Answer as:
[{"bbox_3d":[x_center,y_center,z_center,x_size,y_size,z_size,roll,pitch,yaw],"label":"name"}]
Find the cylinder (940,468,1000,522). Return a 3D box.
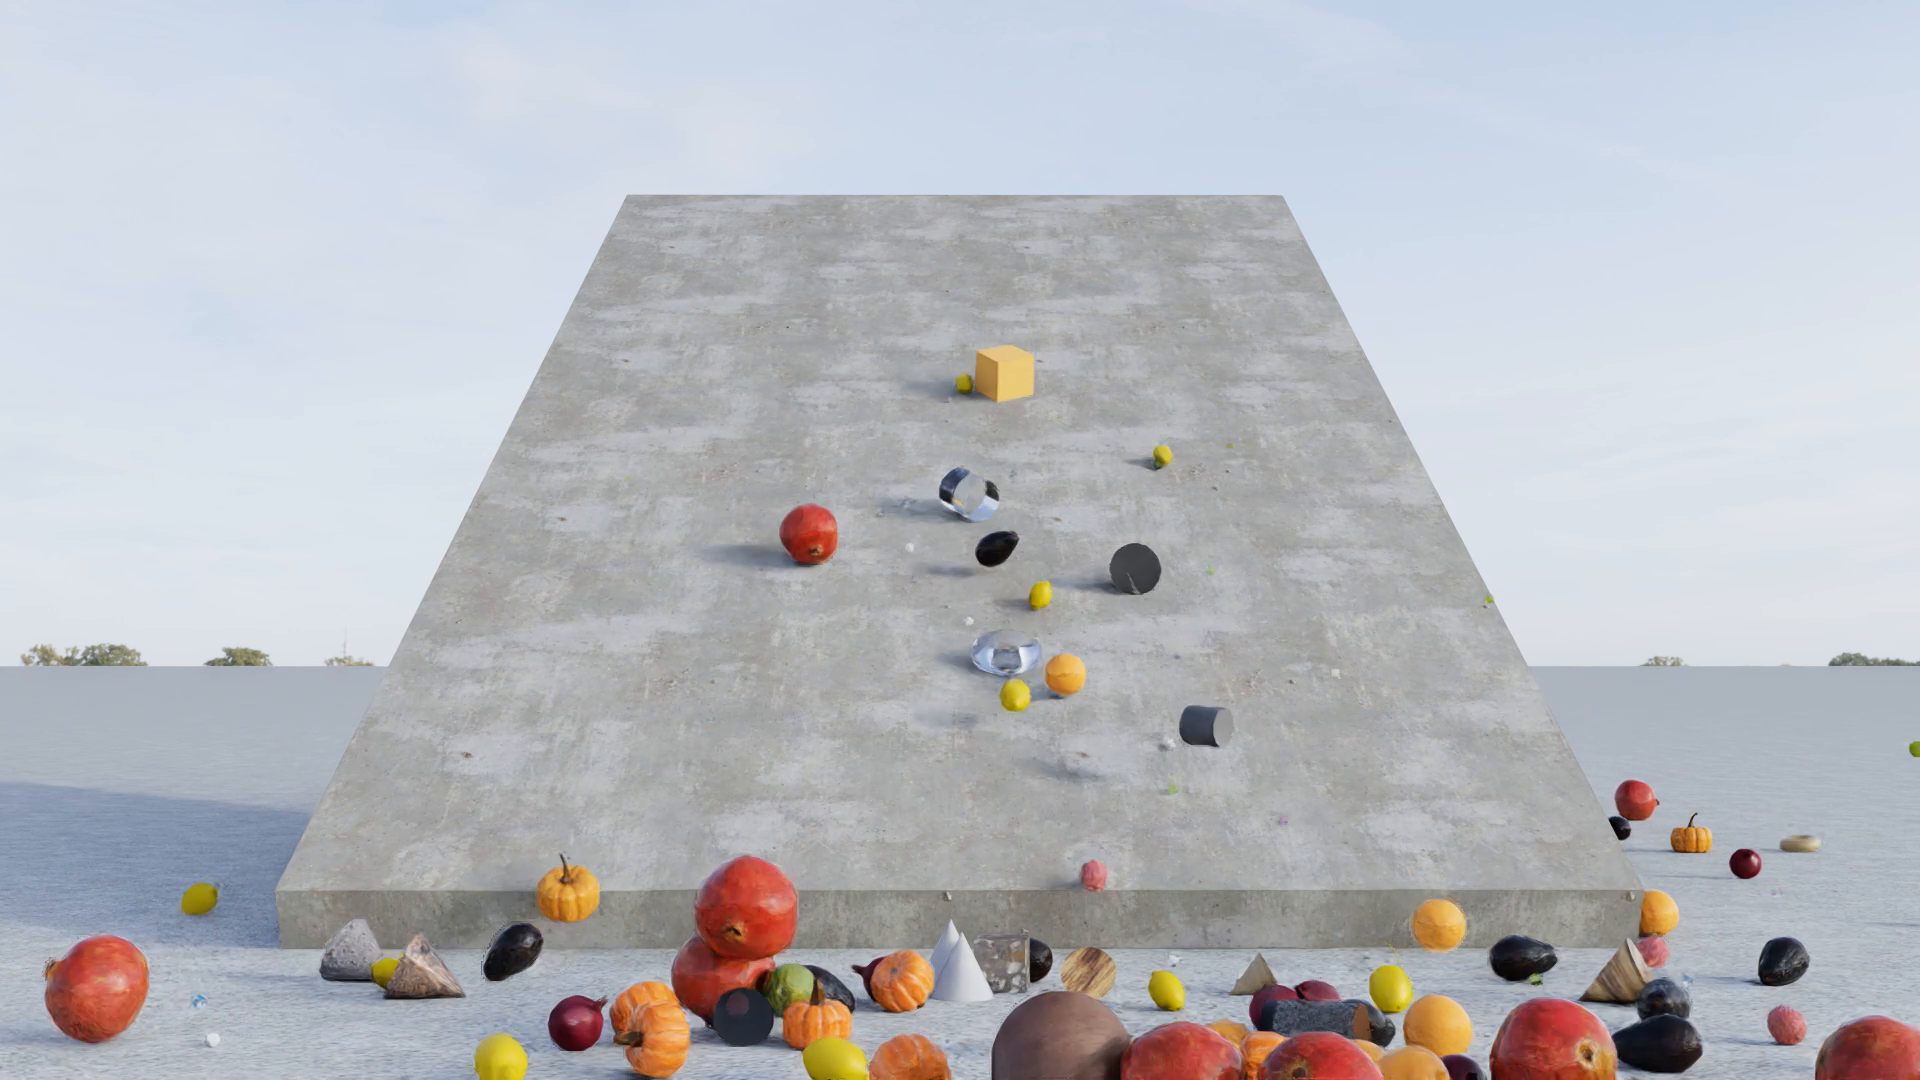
[{"bbox_3d":[0.019,-0.092,4.681,0.088,0.088,0.088,2,17,-38],"label":"cylinder"}]

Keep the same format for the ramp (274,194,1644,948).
[{"bbox_3d":[-0.007,-0.225,5.235,2.000,0.100,4.000,0,23,0],"label":"ramp"}]

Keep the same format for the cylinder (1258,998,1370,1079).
[{"bbox_3d":[0.347,0.497,2.263,0.091,0.091,0.091,-1,-3,22],"label":"cylinder"}]

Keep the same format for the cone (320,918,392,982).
[{"bbox_3d":[-0.781,0.564,3.064,0.092,0.092,0.092,27,5,17],"label":"cone"}]

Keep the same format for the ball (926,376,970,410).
[{"bbox_3d":[-0.028,-0.327,5.314,0.100,0.100,0.100,0,-3,0],"label":"ball"}]

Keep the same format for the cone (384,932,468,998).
[{"bbox_3d":[-0.663,0.557,2.920,0.092,0.092,0.092,27,-4,-1],"label":"cone"}]

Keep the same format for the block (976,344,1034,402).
[{"bbox_3d":[0.104,-0.387,5.363,0.097,0.097,0.097,-13,26,-28],"label":"block"}]

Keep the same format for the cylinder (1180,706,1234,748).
[{"bbox_3d":[0.385,0.291,3.613,0.061,0.061,0.061,2,-1,37],"label":"cylinder"}]

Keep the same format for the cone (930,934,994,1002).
[{"bbox_3d":[0.003,0.537,2.924,0.082,0.082,0.082,0,-3,0],"label":"cone"}]

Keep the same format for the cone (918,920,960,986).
[{"bbox_3d":[-0.013,0.542,3.054,0.085,0.085,0.085,0,-3,0],"label":"cone"}]

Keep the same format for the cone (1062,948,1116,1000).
[{"bbox_3d":[0.165,0.563,2.941,0.070,0.070,0.070,0,-30,7],"label":"cone"}]

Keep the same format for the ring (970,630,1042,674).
[{"bbox_3d":[0.082,0.197,4.062,0.126,0.042,0.126,-1,24,0],"label":"ring"}]

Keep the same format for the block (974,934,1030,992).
[{"bbox_3d":[0.055,0.549,2.997,0.066,0.066,0.066,0,-3,7],"label":"block"}]

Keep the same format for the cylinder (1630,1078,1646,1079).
[{"bbox_3d":[0.587,0.504,2.028,0.055,0.055,0.055,-2,-4,39],"label":"cylinder"}]

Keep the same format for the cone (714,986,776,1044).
[{"bbox_3d":[-0.245,0.545,2.590,0.067,0.067,0.067,1,-34,-13],"label":"cone"}]

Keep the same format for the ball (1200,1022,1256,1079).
[{"bbox_3d":[0.272,0.519,2.349,0.057,0.057,0.057,0,-3,0],"label":"ball"}]

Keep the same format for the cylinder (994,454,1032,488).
[{"bbox_3d":[0.113,-0.142,4.875,0.078,0.078,0.078,-2,4,0],"label":"cylinder"}]

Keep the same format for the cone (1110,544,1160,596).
[{"bbox_3d":[0.320,0.058,4.386,0.098,0.098,0.098,1,-4,-10],"label":"cone"}]
